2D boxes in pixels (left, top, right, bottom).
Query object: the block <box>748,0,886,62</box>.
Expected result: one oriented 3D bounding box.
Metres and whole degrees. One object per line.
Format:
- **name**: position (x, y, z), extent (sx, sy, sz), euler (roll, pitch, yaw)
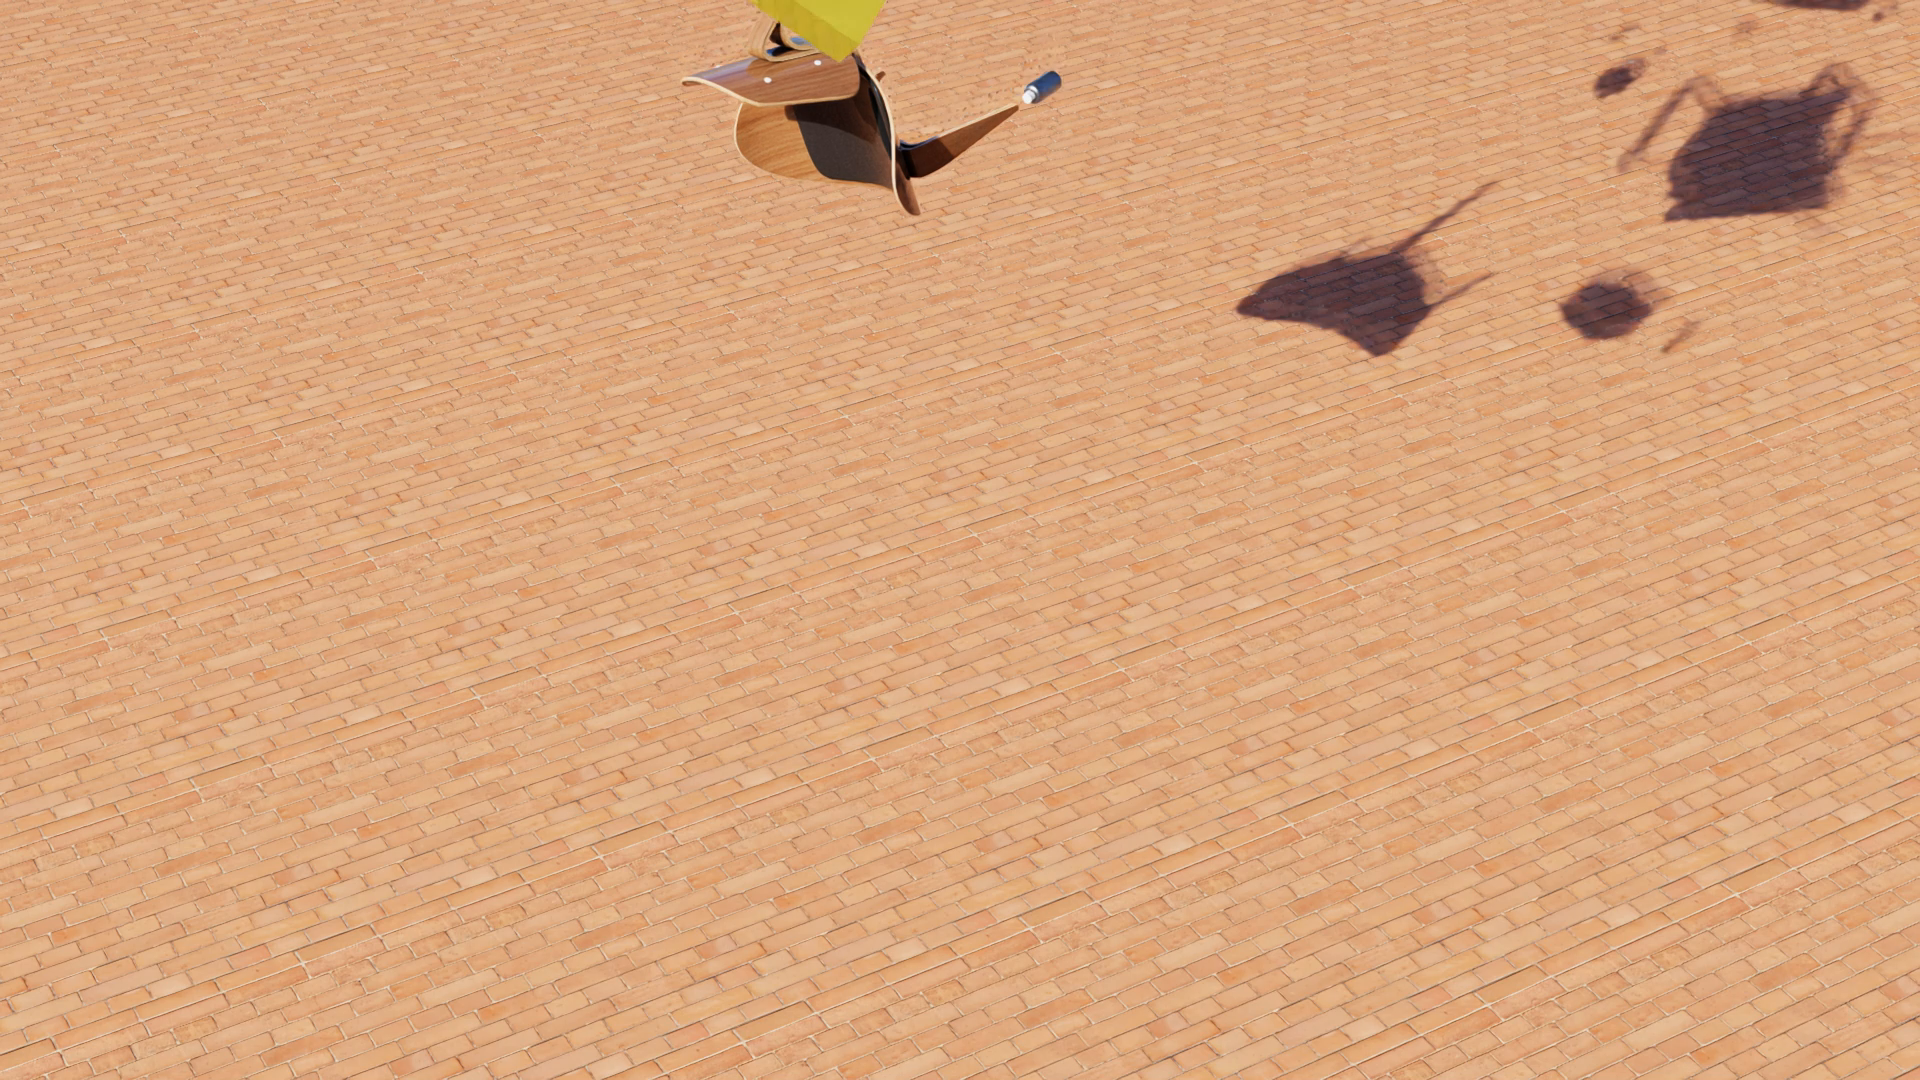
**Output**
- **block**: position (-0.366, -1.386, 7.367), extent (0.319, 0.175, 0.184), euler (33, 75, -13)
